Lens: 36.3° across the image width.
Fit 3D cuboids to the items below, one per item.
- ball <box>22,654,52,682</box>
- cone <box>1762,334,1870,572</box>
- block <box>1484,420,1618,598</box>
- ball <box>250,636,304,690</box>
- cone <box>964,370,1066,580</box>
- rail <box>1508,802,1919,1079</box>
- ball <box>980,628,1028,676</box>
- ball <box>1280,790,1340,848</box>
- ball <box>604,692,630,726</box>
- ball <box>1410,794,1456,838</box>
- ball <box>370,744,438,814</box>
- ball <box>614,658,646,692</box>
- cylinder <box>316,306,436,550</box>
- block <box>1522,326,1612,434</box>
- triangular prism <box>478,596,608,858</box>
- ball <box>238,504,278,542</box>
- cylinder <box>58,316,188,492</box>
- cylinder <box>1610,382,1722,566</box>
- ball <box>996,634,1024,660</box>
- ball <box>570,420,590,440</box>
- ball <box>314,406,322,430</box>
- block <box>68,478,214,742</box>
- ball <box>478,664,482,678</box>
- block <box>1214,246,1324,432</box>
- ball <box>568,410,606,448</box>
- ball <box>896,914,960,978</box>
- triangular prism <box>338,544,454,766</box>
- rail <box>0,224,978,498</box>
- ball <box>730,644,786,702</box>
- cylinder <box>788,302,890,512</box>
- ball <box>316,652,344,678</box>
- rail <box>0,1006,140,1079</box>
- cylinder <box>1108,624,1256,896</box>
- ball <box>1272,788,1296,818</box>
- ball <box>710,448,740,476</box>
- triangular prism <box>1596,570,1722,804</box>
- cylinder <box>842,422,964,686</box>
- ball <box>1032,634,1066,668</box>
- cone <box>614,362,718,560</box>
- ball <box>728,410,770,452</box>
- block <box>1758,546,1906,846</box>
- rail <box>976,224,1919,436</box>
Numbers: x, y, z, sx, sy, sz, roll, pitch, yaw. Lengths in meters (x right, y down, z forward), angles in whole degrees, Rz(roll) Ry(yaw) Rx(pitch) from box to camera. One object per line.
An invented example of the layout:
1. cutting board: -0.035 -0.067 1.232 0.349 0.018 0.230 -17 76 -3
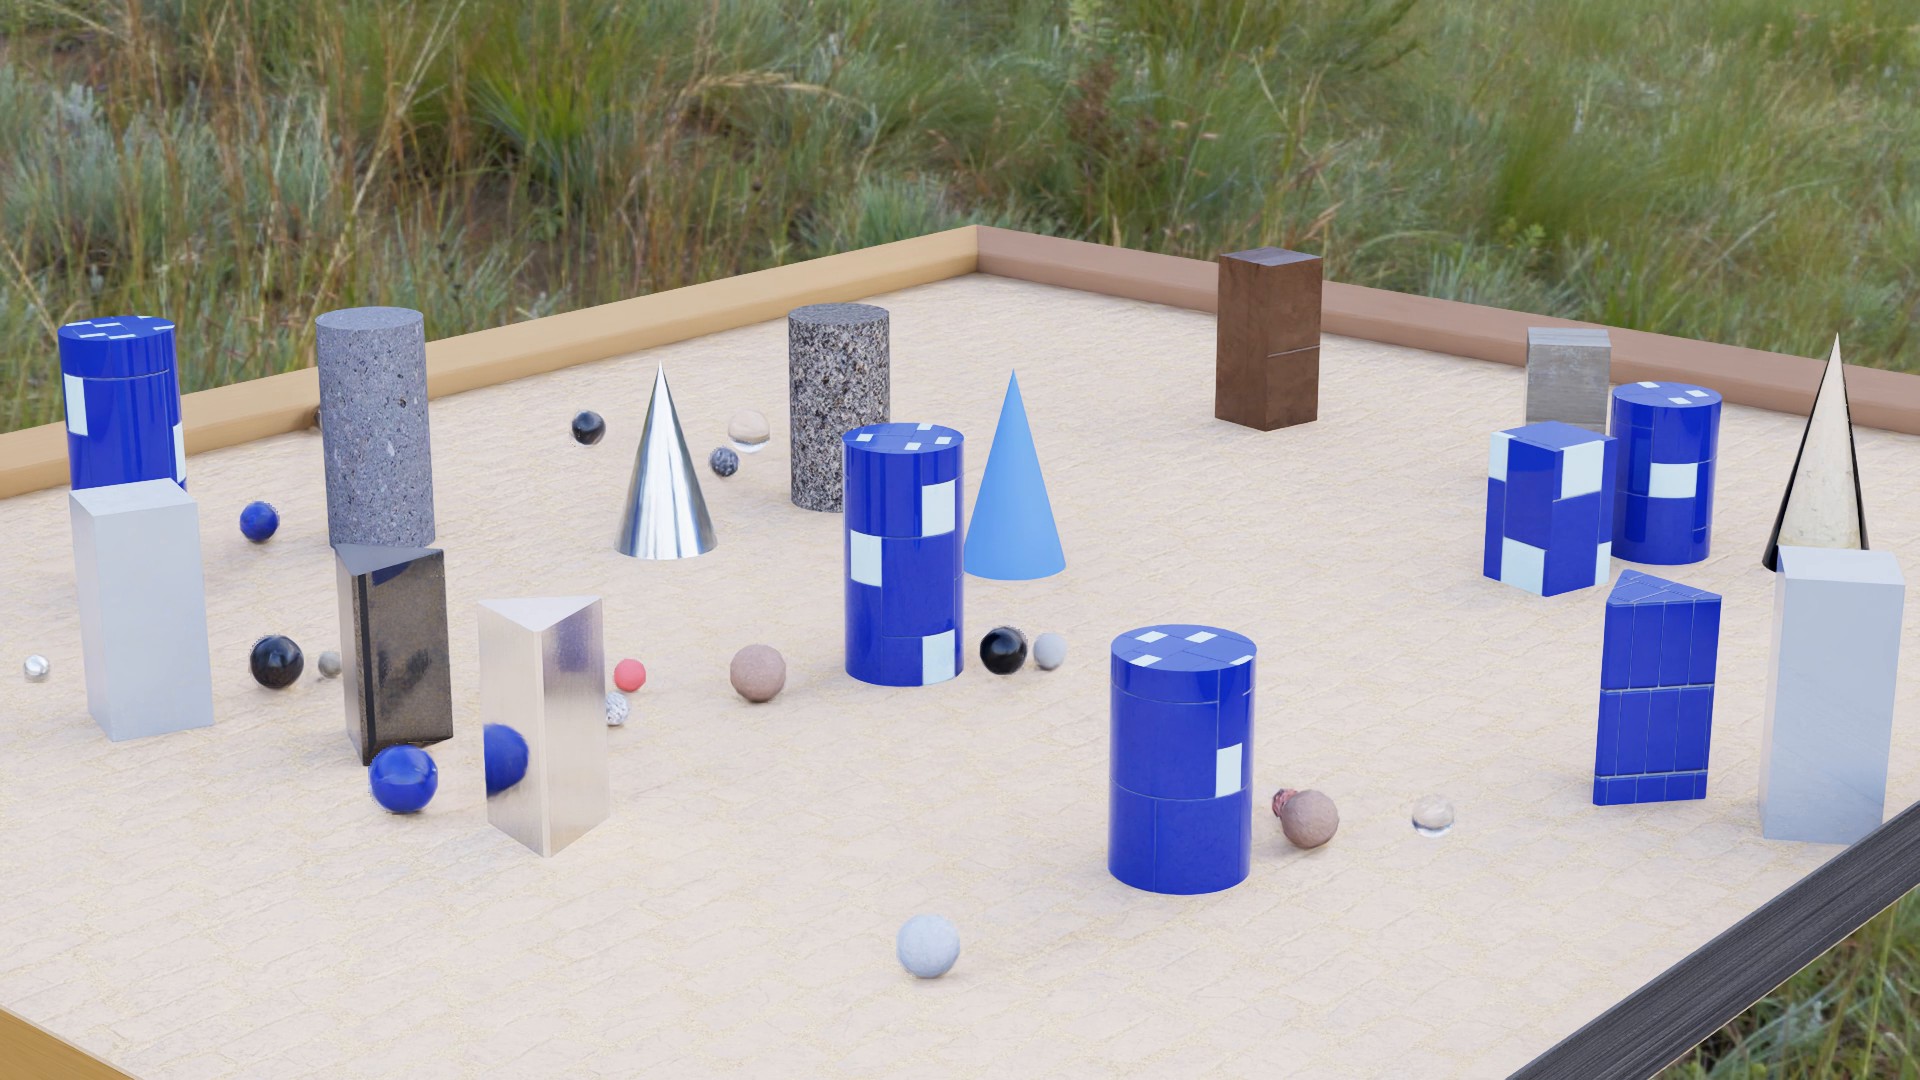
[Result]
1. ball: -1.476 0.205 4.689 0.045 0.045 0.045 0 17 0
2. cone: 1.548 -0.161 5.232 0.194 0.431 0.194 0 17 0
3. block: 1.042 -0.057 5.180 0.155 0.263 0.155 -12 20 -34
4. ball: -1.084 0.194 4.655 0.085 0.085 0.085 0 17 0
5. cone: 0.095 -0.130 5.248 0.194 0.364 0.194 0 17 0
6. rail: 1.344 0.369 4.003 0.045 0.126 4.284 14 22 39
7. ball: 0.070 0.179 4.719 0.077 0.077 0.077 0 17 0
8. ball: 0.482 0.384 4.035 0.080 0.080 0.080 0 17 0
9. ball: -0.533 0.259 4.501 0.051 0.051 0.051 0 17 0
10. ball: 0.657 0.384 4.069 0.061 0.061 0.061 0 17 0
11. ball: -0.788 0.339 4.156 0.097 0.097 0.097 0 17 0
12. ball: -0.523 0.214 4.646 0.053 0.053 0.053 0 17 0
13. cylinder: -1.072 -0.201 5.383 0.194 0.422 0.194 0 17 0
14. block: 1.198 -0.262 5.812 0.155 0.290 0.155 3 17 9
15. triangular prism: -0.556 0.247 4.065 0.146 0.326 0.168 -12 21 -35
16. ball: -1.300 -0.033 5.433 0.071 0.071 0.071 0 17 0
17. cylinder: -1.446 -0.138 5.091 0.194 0.470 0.194 0 17 0
18. cylinder: 1.279 -0.123 5.345 0.194 0.294 0.194 0 17 0
19. ball: 0.082 0.176 4.790 0.043 0.043 0.043 0 17 0
20. ball: -0.795 -0.230 6.135 0.042 0.042 0.042 0 17 0
21. ball: -1.332 -0.260 6.198 0.064 0.064 0.064 0 17 0
22. block: -1.250 0.105 4.481 0.155 0.357 0.155 -9 19 -28
23. ball: -0.723 0.202 4.645 0.077 0.077 0.077 0 17 0
24. block: 0.658 -0.430 6.257 0.155 0.356 0.155 -13 21 -37
25. ball: -0.773 -0.231 6.081 0.076 0.076 0.076 0 17 0
26. ball: -0.039 0.504 3.641 0.079 0.079 0.079 0 17 0
27. triangular prism: -0.880 0.161 4.399 0.146 0.296 0.168 14 22 38
28. rail: -1.344 -0.305 6.237 0.045 0.126 4.284 14 22 39
29. ball: -0.317 0.208 4.602 0.090 0.090 0.090 0 17 0
30. cylinder: -0.232 -0.256 5.658 0.194 0.369 0.194 0 17 0
31. ball: -1.012 0.200 4.711 0.042 0.042 0.042 0 17 0
32. rail: -1.389 0.494 3.589 3.607 0.126 0.045 14 22 39
33. cylinder: 0.297 0.292 3.934 0.194 0.314 0.194 0 17 0
34. ball: 0.462 0.373 4.134 0.045 0.045 0.045 0 17 0
35. ball: -0.470 -0.156 5.864 0.058 0.058 0.058 0 17 0
36. triangular prism: 0.979 0.208 4.229 0.168 0.304 0.146 -3 17 -9
37. cylinder: -0.090 0.022 4.708 0.194 0.385 0.194 0 17 0
38. ball: 0.145 0.181 4.751 0.056 0.056 0.056 0 17 0
39. cone: -0.544 -0.159 5.372 0.194 0.349 0.194 0 17 0
40. ball: -0.434 -0.224 6.035 0.089 0.089 0.089 0 17 0
41. block: 1.207 0.216 4.075 0.155 0.380 0.155 3 17 11
42. rail: 1.389 -0.430 6.652 3.607 0.126 0.045 14 22 39
